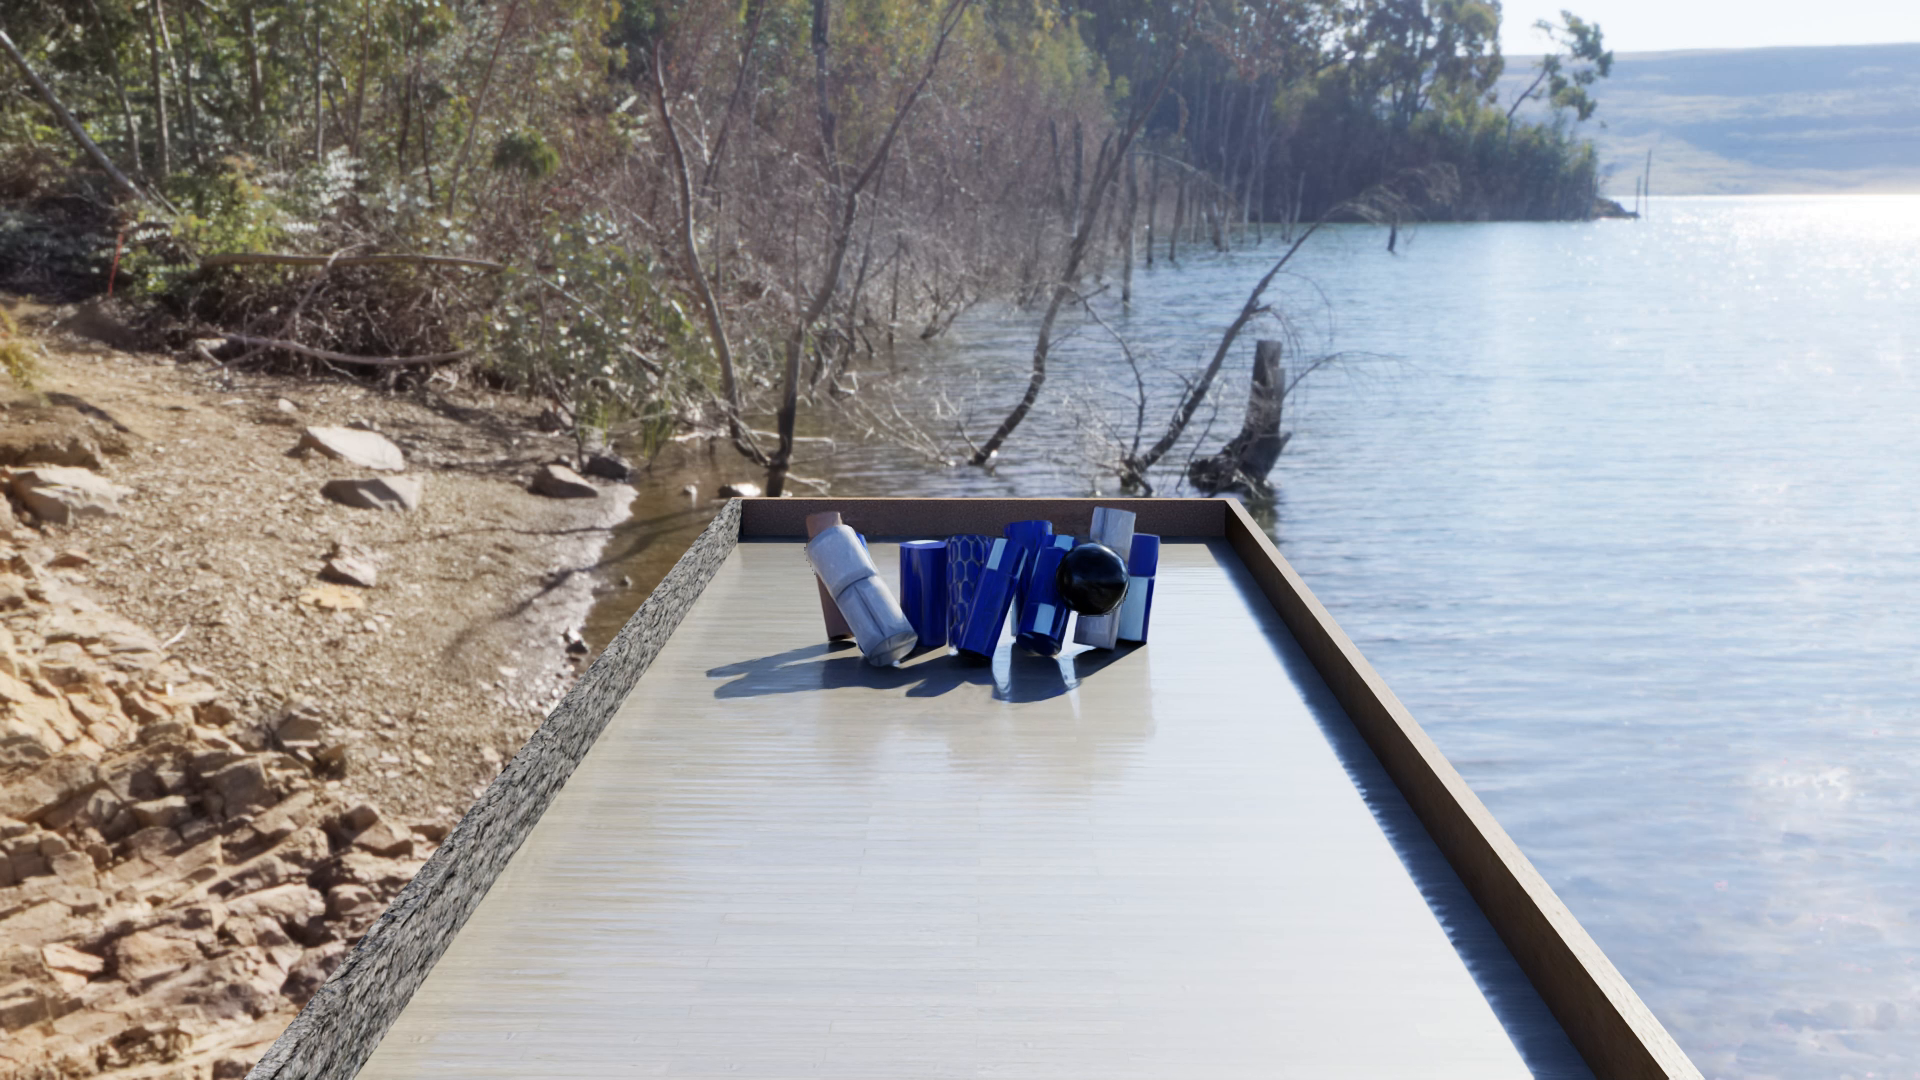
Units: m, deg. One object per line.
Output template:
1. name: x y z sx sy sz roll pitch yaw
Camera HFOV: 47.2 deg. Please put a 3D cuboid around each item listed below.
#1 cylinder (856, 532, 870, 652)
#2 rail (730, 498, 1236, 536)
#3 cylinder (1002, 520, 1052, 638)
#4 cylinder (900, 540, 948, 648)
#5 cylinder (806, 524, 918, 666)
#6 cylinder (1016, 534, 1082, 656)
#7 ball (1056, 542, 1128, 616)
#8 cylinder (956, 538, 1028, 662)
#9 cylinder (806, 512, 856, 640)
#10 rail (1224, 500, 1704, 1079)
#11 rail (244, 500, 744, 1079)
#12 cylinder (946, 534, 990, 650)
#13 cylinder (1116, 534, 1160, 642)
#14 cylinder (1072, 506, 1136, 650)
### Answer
1. cylinder: -0.303 0.165 6.828 0.115 0.370 0.115 -15 -27 -8
2. rail: 0.099 -0.098 9.147 2.100 0.150 0.050 0 9 1
3. cylinder: 0.227 0.127 6.975 0.156 0.356 0.156 -4 -8 -1
4. cylinder: -0.110 0.169 6.944 0.160 0.313 0.160 0 9 0
5. cylinder: -0.299 0.166 6.669 0.162 0.162 0.425 -7 53 -39
6. cylinder: 0.282 0.169 6.792 0.145 0.354 0.145 12 -30 7
7. ball: 0.398 0.119 6.655 0.221 0.221 0.221 0 9 0
8. cylinder: 0.097 0.182 6.680 0.116 0.360 0.116 18 -14 5
9. cylinder: -0.399 0.115 6.985 0.111 0.395 0.111 -11 -11 -2
10. rail: 1.046 0.843 3.208 0.050 0.150 12.000 0 9 1
11. rail: -1.004 0.839 3.234 0.050 0.150 12.000 0 9 1
12. cylinder: 0.029 0.164 6.802 0.138 0.340 0.138 -1 -11 0
13. cylinder: 0.532 0.145 6.963 0.166 0.332 0.166 6 2 0
14. cylinder: 0.448 0.120 6.824 0.132 0.428 0.132 9 -3 1
